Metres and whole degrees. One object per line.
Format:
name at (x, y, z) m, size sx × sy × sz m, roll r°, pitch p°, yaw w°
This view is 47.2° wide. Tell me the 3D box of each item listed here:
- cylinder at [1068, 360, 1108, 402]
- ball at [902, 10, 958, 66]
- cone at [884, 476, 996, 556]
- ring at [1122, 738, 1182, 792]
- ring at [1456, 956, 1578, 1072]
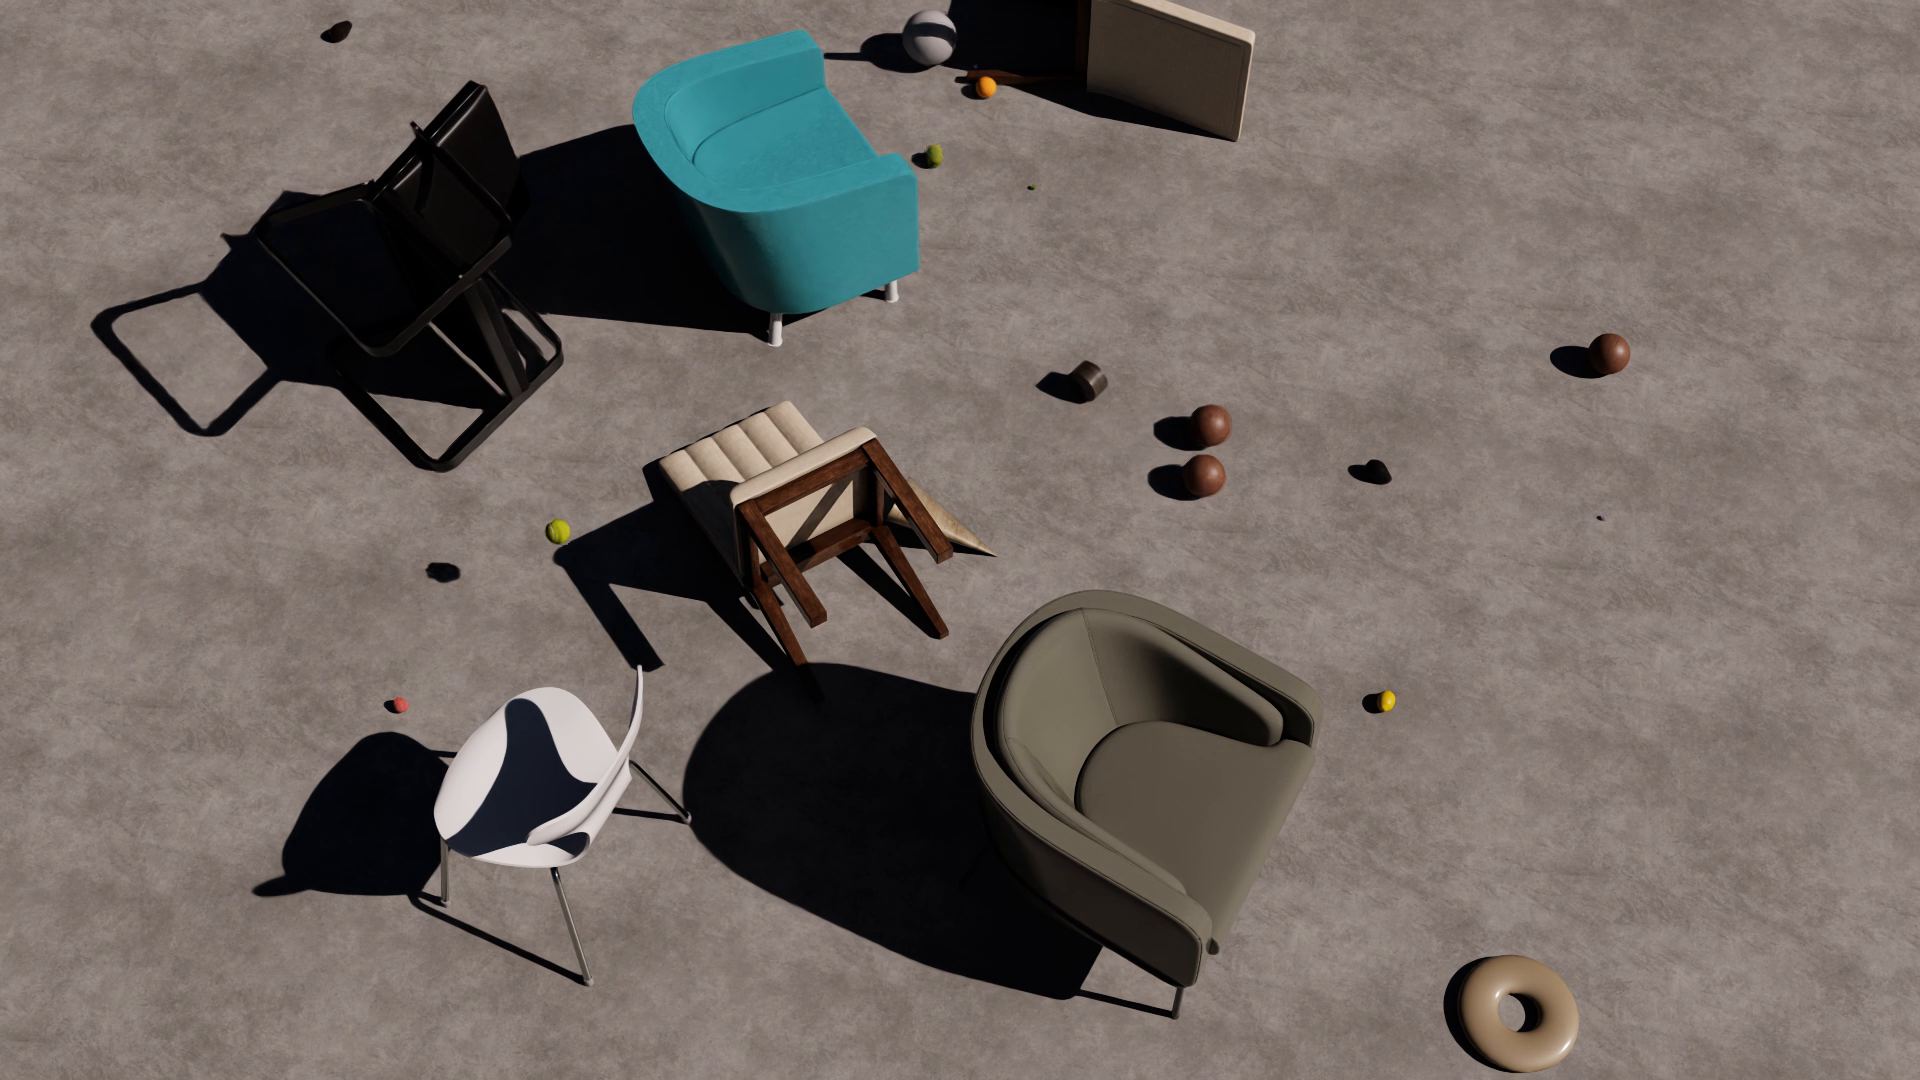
cylinder at (0.396, -0.494, 6.837) m, size 0.111 × 0.113 × 0.063 m, roll 31°, pitch 61°, yaw 29°
ball at (-0.105, -1.742, 7.628) m, size 0.191 × 0.191 × 0.191 m, roll 0°, pitch 56°, yaw 0°
cone at (-0.035, -0.037, 6.530) m, size 0.351 × 0.131 × 0.315 m, roll 30°, pitch 16°, yaw -3°
ring at (0.536, 0.627, 6.120) m, size 0.176 × 0.057 × 0.156 m, roll 39°, pitch 65°, yaw 24°
ring at (1.452, 1.230, 5.722) m, size 0.315 × 0.045 × 0.322 m, roll -7°, pitch 57°, yaw -5°
